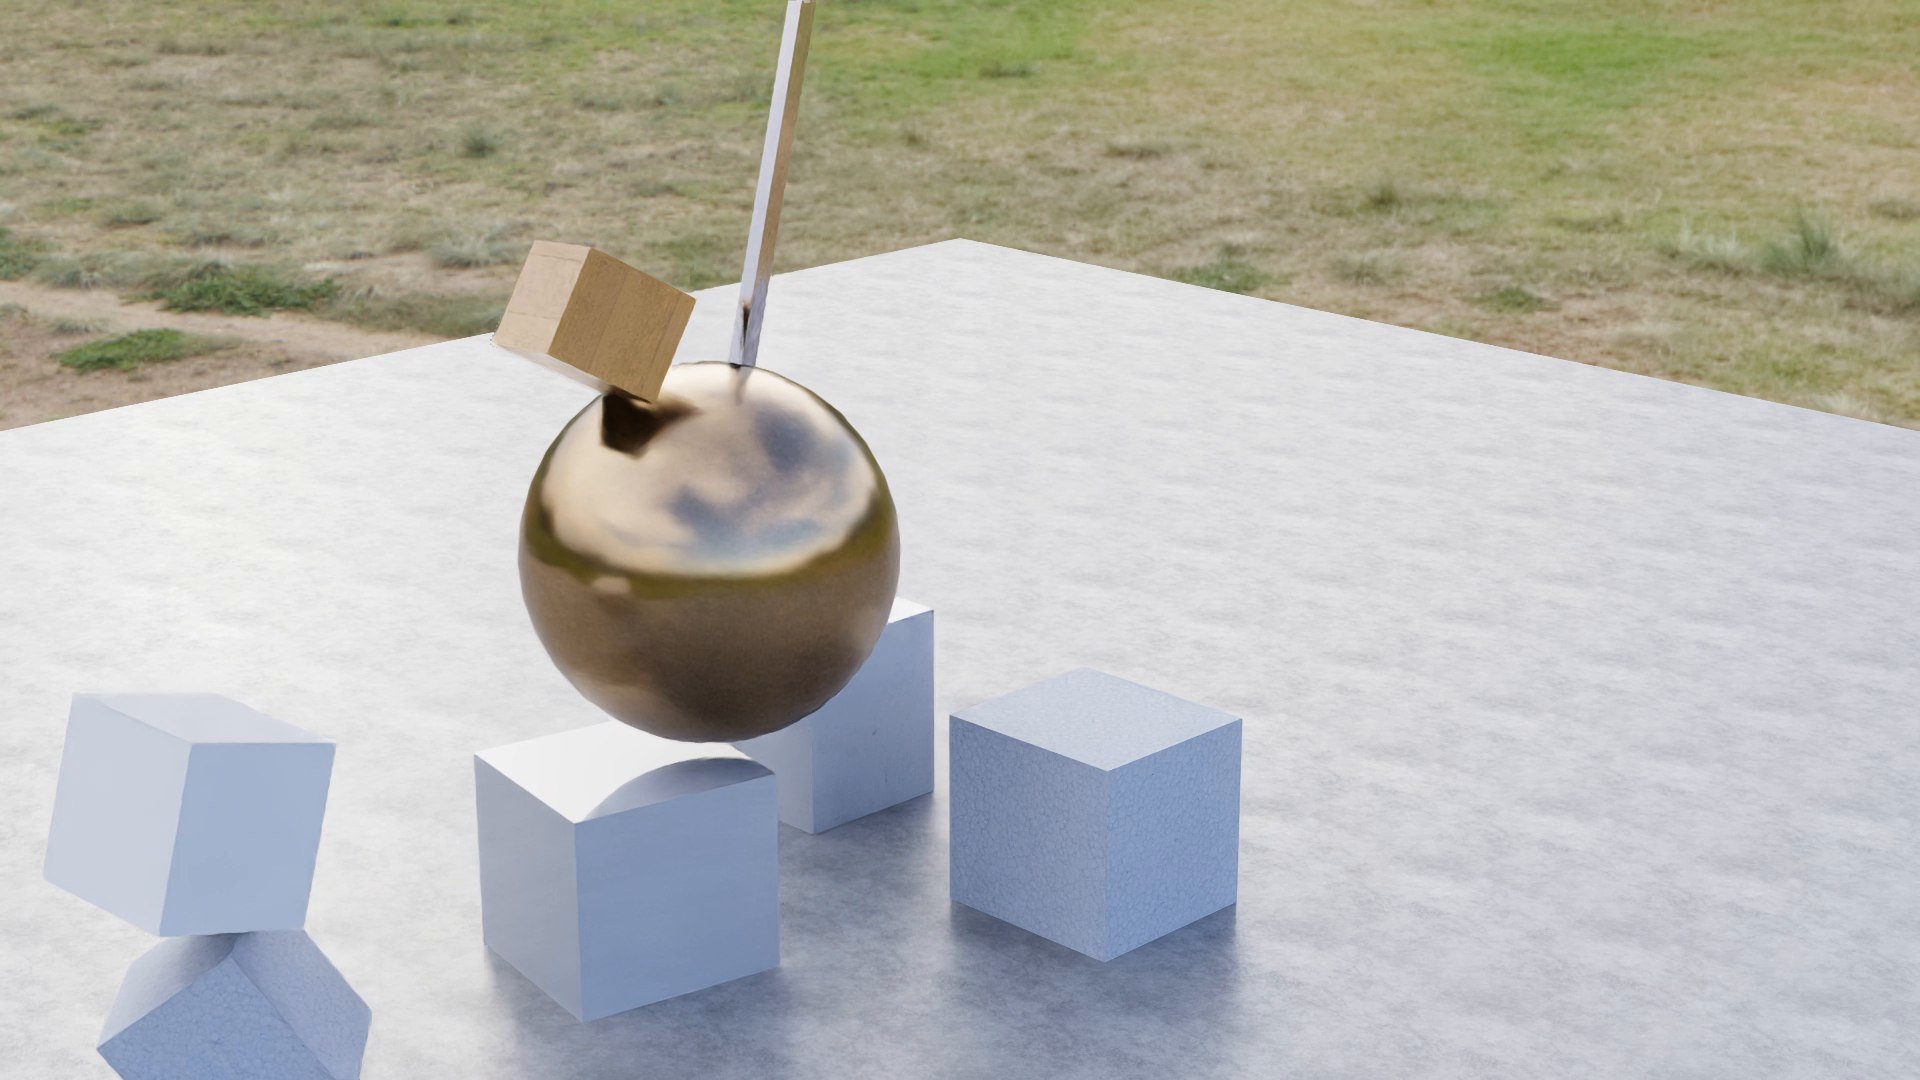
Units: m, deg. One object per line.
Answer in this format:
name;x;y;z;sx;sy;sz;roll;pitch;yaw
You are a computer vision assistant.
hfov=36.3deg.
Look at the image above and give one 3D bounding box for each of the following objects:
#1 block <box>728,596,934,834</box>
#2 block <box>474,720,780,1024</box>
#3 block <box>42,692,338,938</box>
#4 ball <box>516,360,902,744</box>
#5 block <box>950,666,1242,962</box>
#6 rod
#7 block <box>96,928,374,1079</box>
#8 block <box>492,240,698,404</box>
block;-0.681;0.782;14.286;0.796;0.942;0.775;-16;24;-42
block;-1.422;1.365;12.522;0.945;0.887;0.936;-12;21;-33
block;-2.810;0.985;10.689;0.737;0.701;0.634;16;7;39
ball;-1.045;0.051;12.262;1.600;1.600;1.600;0;17;0
block;0.599;1.198;13.061;0.943;0.883;0.884;17;24;42
rod;-0.453;-3.270;11.839;0.080;5.200;0.080;17;10;42
block;-2.694;1.832;10.966;0.608;0.711;0.712;-34;17;6
block;-1.465;-0.877;11.745;0.513;0.454;0.520;25;-6;-33
